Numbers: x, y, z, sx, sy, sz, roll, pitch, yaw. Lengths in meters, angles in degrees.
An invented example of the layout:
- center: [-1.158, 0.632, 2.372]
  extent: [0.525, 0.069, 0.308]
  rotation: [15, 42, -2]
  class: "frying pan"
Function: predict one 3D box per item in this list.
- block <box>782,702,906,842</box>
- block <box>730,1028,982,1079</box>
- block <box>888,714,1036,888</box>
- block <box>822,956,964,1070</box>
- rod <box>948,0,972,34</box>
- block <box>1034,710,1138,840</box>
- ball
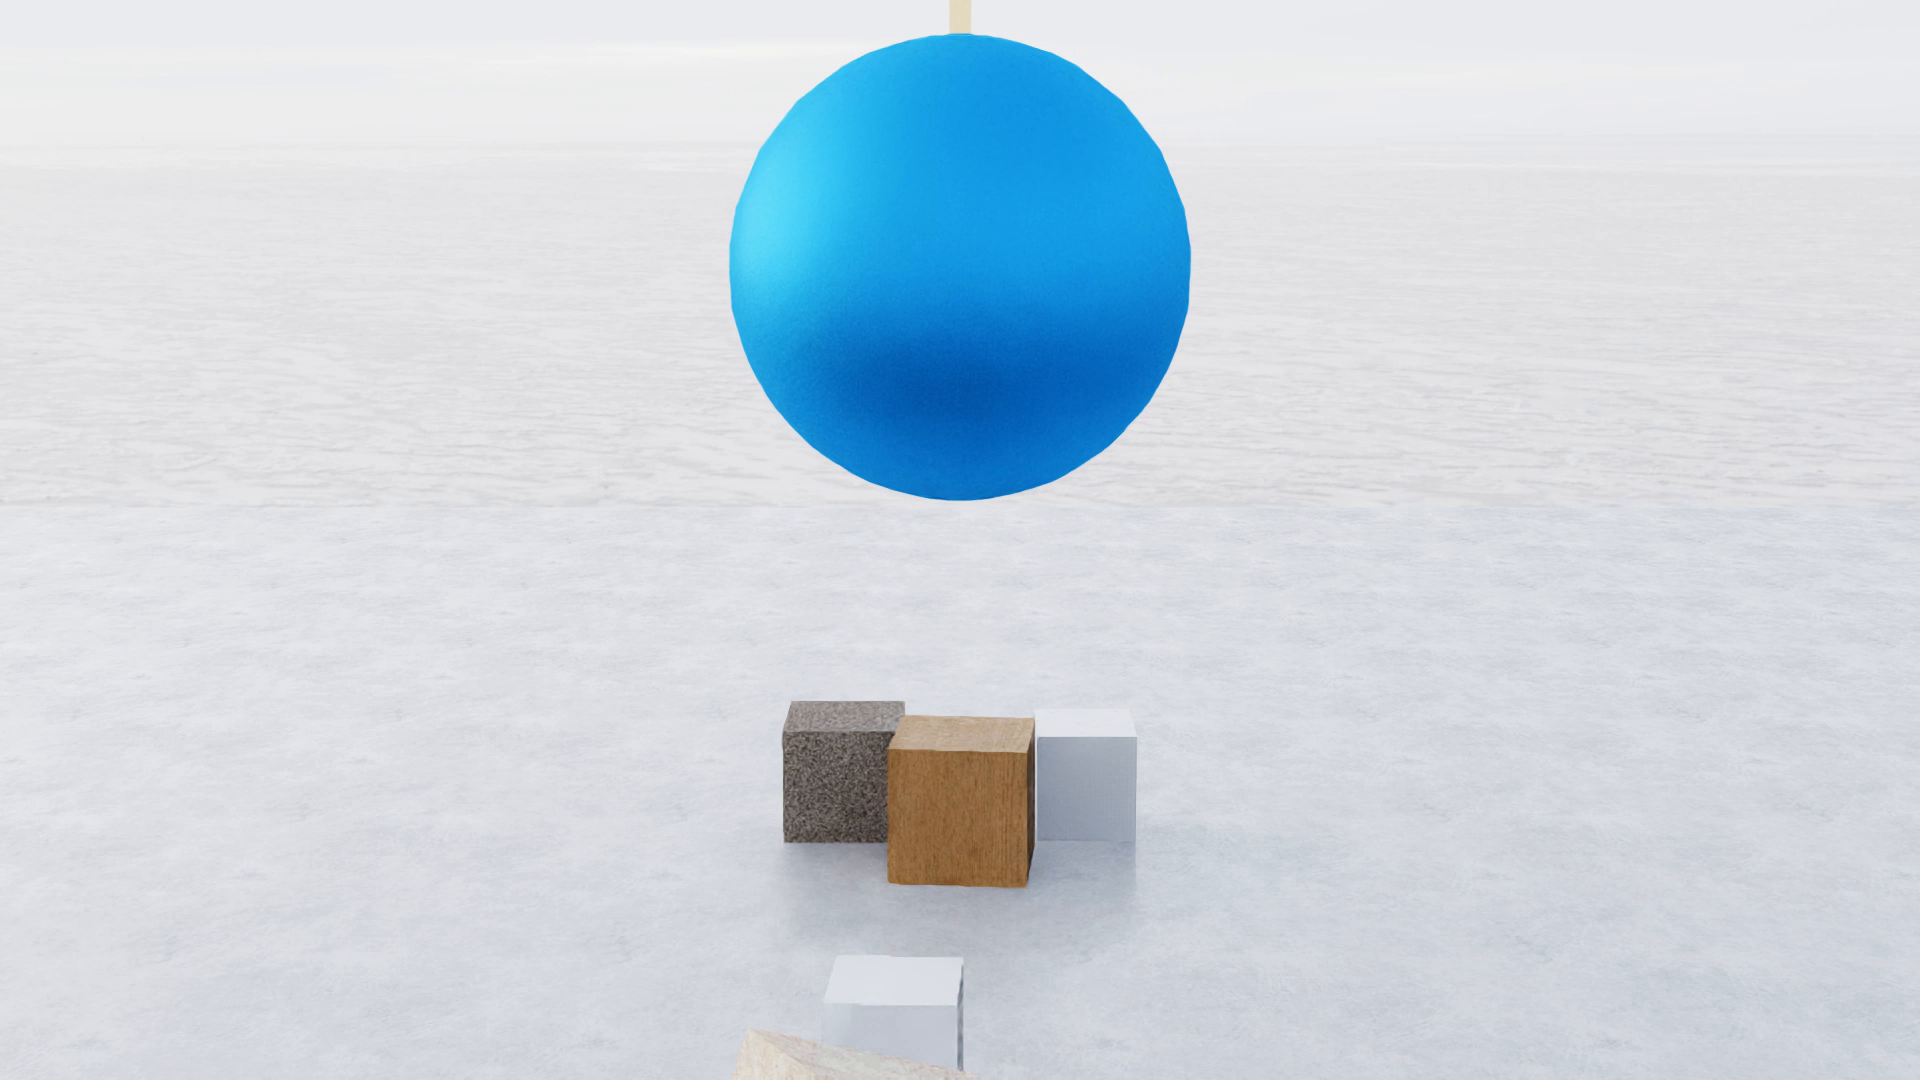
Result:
- center: [-0.591, 1.193, 11.378]
  extent: [0.601, 0.581, 0.607]
  rotation: [0, 10, 0]
  class: "block"
- center: [-0.124, 1.138, 3.603]
  extent: [0.471, 0.478, 0.451]
  rotation: [20, -4, -32]
  class: "block"
- center: [0.016, 1.266, 10.738]
  extent: [0.661, 0.667, 0.635]
  rotation: [1, 10, 5]
  class: "block"
- center: [-0.235, 1.843, 8.002]
  extent: [0.472, 0.511, 0.465]
  rotation: [1, 10, 3]
  class: "block"
- center: [0.000, -4.054, 8.975]
  extent: [0.080, 5.200, 0.080]
  rotation: [0, -23, 0]
  class: "rod"
- center: [0.641, 1.210, 11.382]
  extent: [0.502, 0.547, 0.541]
  rotation: [0, 10, 0]
  class: "block"
- center: [0.000, -0.935, 7.621]
  extent: [1.600, 1.600, 1.600]
  rotation: [0, 10, 0]
  class: "ball"
